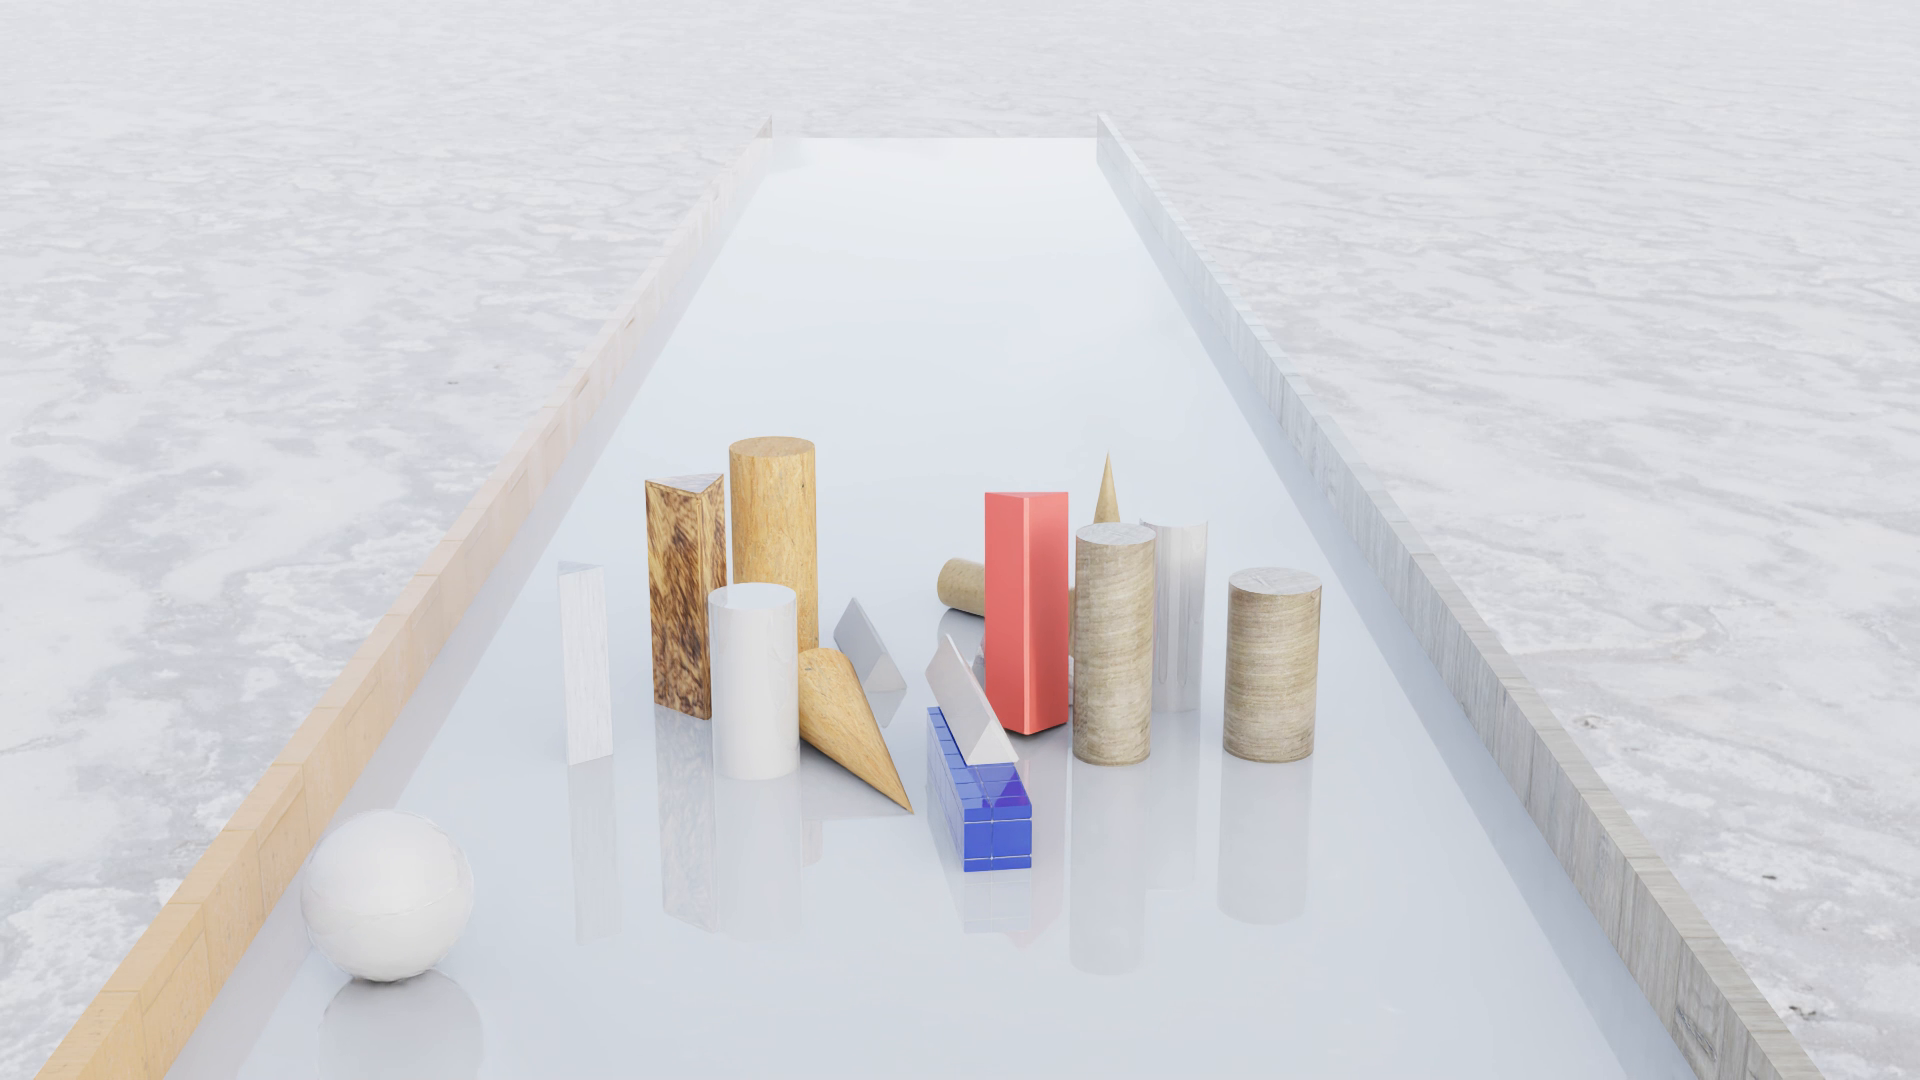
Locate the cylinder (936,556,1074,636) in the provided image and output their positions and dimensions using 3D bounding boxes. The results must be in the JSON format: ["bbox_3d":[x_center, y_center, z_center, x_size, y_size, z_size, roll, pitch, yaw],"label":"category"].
[{"bbox_3d":[0.112,0.121,4.626,0.334,0.110,0.110,14,22,40],"label":"cylinder"}]

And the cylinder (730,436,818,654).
[{"bbox_3d":[-0.369,0.025,4.379,0.169,0.435,0.169,0,17,0],"label":"cylinder"}]

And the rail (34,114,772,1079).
[{"bbox_3d":[-1.118,-0.838,7.780,0.050,0.150,12.000,0,17,-1],"label":"rail"}]

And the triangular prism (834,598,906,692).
[{"bbox_3d":[-0.183,0.203,4.400,0.090,0.078,0.348,-4,17,-12],"label":"triangular prism"}]

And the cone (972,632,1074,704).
[{"bbox_3d":[0.207,0.269,4.171,0.340,0.176,0.176,19,21,12],"label":"cone"}]

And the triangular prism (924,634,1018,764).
[{"bbox_3d":[0.015,0.268,3.807,0.087,0.076,0.435,-3,17,-9],"label":"triangular prism"}]

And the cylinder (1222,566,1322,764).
[{"bbox_3d":[0.557,0.222,3.928,0.164,0.314,0.164,0,17,0],"label":"cylinder"}]

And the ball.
[{"bbox_3d":[-0.810,0.503,3.115,0.239,0.239,0.239,0,17,0],"label":"ball"}]

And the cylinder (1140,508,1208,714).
[{"bbox_3d":[0.398,0.133,4.142,0.127,0.364,0.127,0,17,0],"label":"cylinder"}]

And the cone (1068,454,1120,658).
[{"bbox_3d":[0.291,0.029,4.371,0.158,0.432,0.158,0,17,0],"label":"cone"}]

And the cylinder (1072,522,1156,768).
[{"bbox_3d":[0.271,0.185,3.888,0.140,0.409,0.140,0,17,0],"label":"cylinder"}]

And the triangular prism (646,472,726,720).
[{"bbox_3d":[-0.486,0.098,4.127,0.146,0.439,0.126,14,22,39],"label":"triangular prism"}]

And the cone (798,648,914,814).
[{"bbox_3d":[-0.172,0.366,3.847,0.172,0.172,0.430,-8,30,-26],"label":"cone"}]

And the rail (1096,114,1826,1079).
[{"bbox_3d":[0.932,-0.844,7.801,0.050,0.150,12.000,0,17,-1],"label":"rail"}]

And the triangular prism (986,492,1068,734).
[{"bbox_3d":[0.104,0.128,4.036,0.131,0.427,0.151,3,7,32],"label":"triangular prism"}]

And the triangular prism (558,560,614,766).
[{"bbox_3d":[-0.681,0.213,3.893,0.091,0.351,0.079,-13,21,-37],"label":"triangular prism"}]

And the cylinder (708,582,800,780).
[{"bbox_3d":[-0.360,0.246,3.852,0.153,0.312,0.153,0,17,0],"label":"cylinder"}]

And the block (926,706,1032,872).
[{"bbox_3d":[0.027,0.406,3.671,0.108,0.108,0.450,-2,17,-8],"label":"block"}]
